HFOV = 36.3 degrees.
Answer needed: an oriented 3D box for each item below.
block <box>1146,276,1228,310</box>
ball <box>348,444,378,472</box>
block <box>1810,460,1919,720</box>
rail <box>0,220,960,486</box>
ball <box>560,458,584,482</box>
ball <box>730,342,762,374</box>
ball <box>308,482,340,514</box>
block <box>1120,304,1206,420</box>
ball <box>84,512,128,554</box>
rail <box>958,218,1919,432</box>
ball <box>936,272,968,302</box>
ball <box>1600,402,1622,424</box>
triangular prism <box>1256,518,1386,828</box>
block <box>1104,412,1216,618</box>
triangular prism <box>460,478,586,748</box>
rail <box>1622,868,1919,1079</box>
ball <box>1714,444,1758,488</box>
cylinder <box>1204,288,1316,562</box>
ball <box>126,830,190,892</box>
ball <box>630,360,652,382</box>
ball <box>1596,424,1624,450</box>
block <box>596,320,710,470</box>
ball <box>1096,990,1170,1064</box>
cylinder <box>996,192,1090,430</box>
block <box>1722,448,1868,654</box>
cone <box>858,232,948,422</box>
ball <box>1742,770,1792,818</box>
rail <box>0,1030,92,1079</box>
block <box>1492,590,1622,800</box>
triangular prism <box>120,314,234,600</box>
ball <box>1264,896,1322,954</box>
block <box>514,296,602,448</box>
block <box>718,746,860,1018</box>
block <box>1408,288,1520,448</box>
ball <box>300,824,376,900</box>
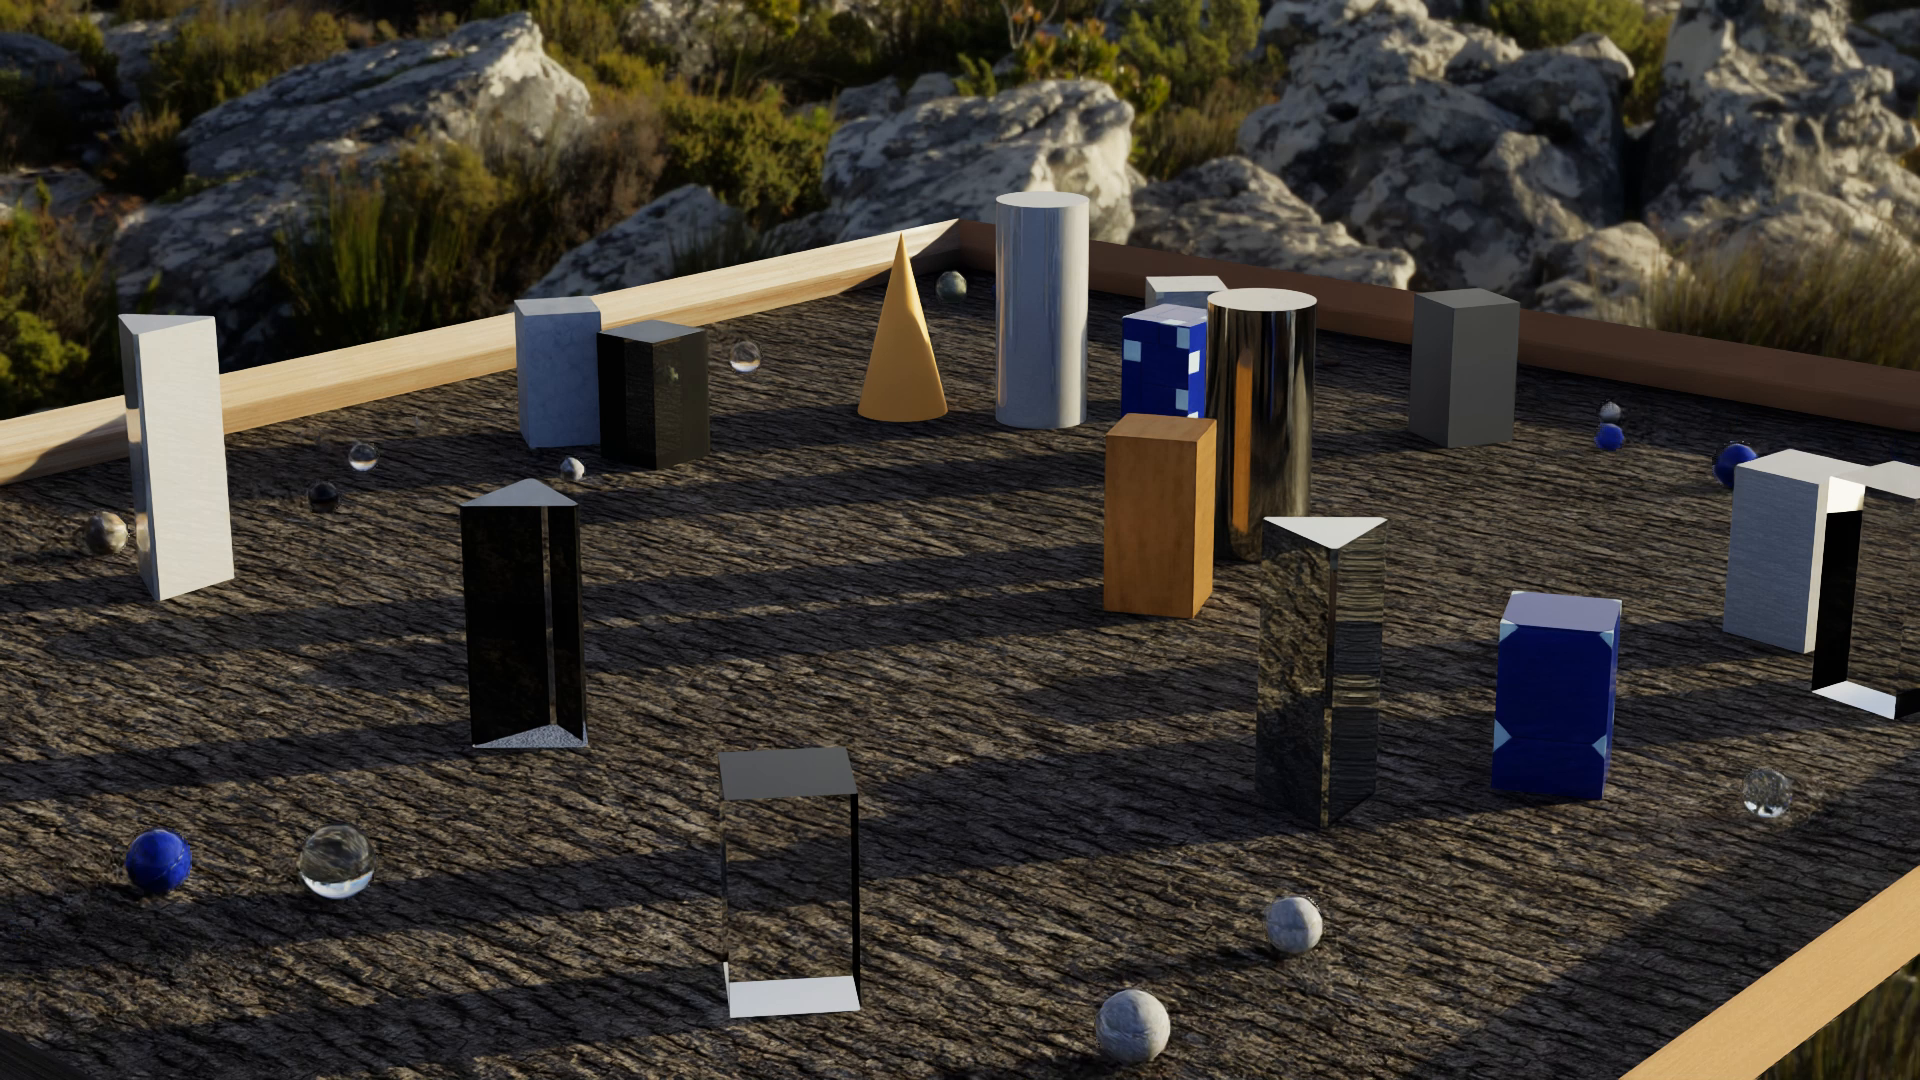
[{"bbox_3d":[0.492,-0.425,6.390,0.158,0.272,0.158,-1,17,-4],"label":"block"},{"bbox_3d":[-1.202,-0.166,5.906,0.057,0.057,0.057,0,17,0],"label":"ball"},{"bbox_3d":[1.461,0.076,4.585,0.158,0.355,0.158,-12,20,-34],"label":"block"},{"bbox_3d":[-1.413,-0.322,6.295,0.045,0.128,4.352,14,22,39],"label":"rail"},{"bbox_3d":[-0.772,-0.139,5.833,0.048,0.048,0.048,0,17,0],"label":"ball"},{"bbox_3d":[-0.491,-0.419,6.715,0.073,0.073,0.073,0,17,0],"label":"ball"},{"bbox_3d":[-1.219,-0.081,5.619,0.059,0.059,0.059,0,17,0],"label":"ball"},{"bbox_3d":[0.435,-0.303,5.923,0.158,0.309,0.158,12,20,34],"label":"block"},{"bbox_3d":[-1.562,-0.013,5.360,0.077,0.077,0.077,0,17,0],"label":"ball"},{"bbox_3d":[1.411,-0.437,6.676,3.791,0.128,0.045,14,22,39],"label":"rail"},{"bbox_3d":[-0.022,-0.643,7.446,0.080,0.080,0.080,0,17,0],"label":"ball"},{"bbox_3d":[1.391,-0.272,6.273,0.046,0.046,0.046,0,17,0],"label":"ball"},{"bbox_3d":[0.492,0.176,4.156,0.148,0.411,0.171,10,19,30],"label":"triangular prism"},{"bbox_3d":[0.345,-0.043,5.055,0.158,0.313,0.158,5,17,16],"label":"block"},{"bbox_3d":[-0.650,0.109,4.435,0.171,0.379,0.148,0,17,-1],"label":"triangular prism"},{"bbox_3d":[1.413,0.386,3.945,0.045,0.128,4.352,14,22,39],"label":"rail"},{"bbox_3d":[1.533,-0.146,5.785,0.088,0.088,0.088,0,17,0],"label":"ball"},{"bbox_3d":[0.543,-0.210,5.342,0.197,0.466,0.197,0,17,0],"label":"cylinder"},{"bbox_3d":[-1.065,0.426,3.893,0.084,0.084,0.084,0,17,0],"label":"ball"},{"bbox_3d":[-0.719,-0.380,6.626,0.051,0.051,0.051,0,17,0],"label":"ball"},{"bbox_3d":[1.344,-0.213,6.064,0.055,0.055,0.055,0,17,0],"label":"ball"},{"bbox_3d":[-0.625,-0.298,5.986,0.158,0.263,0.158,13,21,37],"label":"block"},{"bbox_3d":[0.202,0.568,3.418,0.087,0.087,0.087,0,17,0],"label":"ball"},{"bbox_3d":[0.174,-0.492,6.259,0.197,0.476,0.197,0,17,0],"label":"cylinder"},{"bbox_3d":[1.397,0.017,4.895,0.158,0.290,0.158,-14,22,-40],"label":"block"},{"bbox_3d":[-0.125,-0.473,6.330,0.197,0.400,0.197,0,17,0],"label":"cone"},{"bbox_3d":[1.141,0.359,4.143,0.069,0.069,0.069,0,17,0],"label":"ball"},{"bbox_3d":[-1.411,0.501,3.564,3.791,0.128,0.045,14,22,39],"label":"rail"},{"bbox_3d":[0.869,0.224,4.271,0.158,0.253,0.158,5,17,16],"label":"block"},{"bbox_3d":[-1.405,-0.154,5.140,0.148,0.474,0.171,12,21,35],"label":"triangular prism"},{"bbox_3d":[0.422,0.488,3.708,0.073,0.073,0.073,0,17,0],"label":"ball"},{"bbox_3d":[-0.837,-0.352,6.132,0.158,0.282,0.158,-5,17,-15],"label":"block"},{"bbox_3d":[-0.209,0.416,3.583,0.158,0.282,0.158,-2,17,-7],"label":"block"},{"bbox_3d":[1.054,-0.362,6.139,0.158,0.296,0.158,-7,18,-21],"label":"block"},{"bbox_3d":[-0.821,0.425,3.871,0.099,0.099,0.099,0,17,0],"label":"ball"}]
